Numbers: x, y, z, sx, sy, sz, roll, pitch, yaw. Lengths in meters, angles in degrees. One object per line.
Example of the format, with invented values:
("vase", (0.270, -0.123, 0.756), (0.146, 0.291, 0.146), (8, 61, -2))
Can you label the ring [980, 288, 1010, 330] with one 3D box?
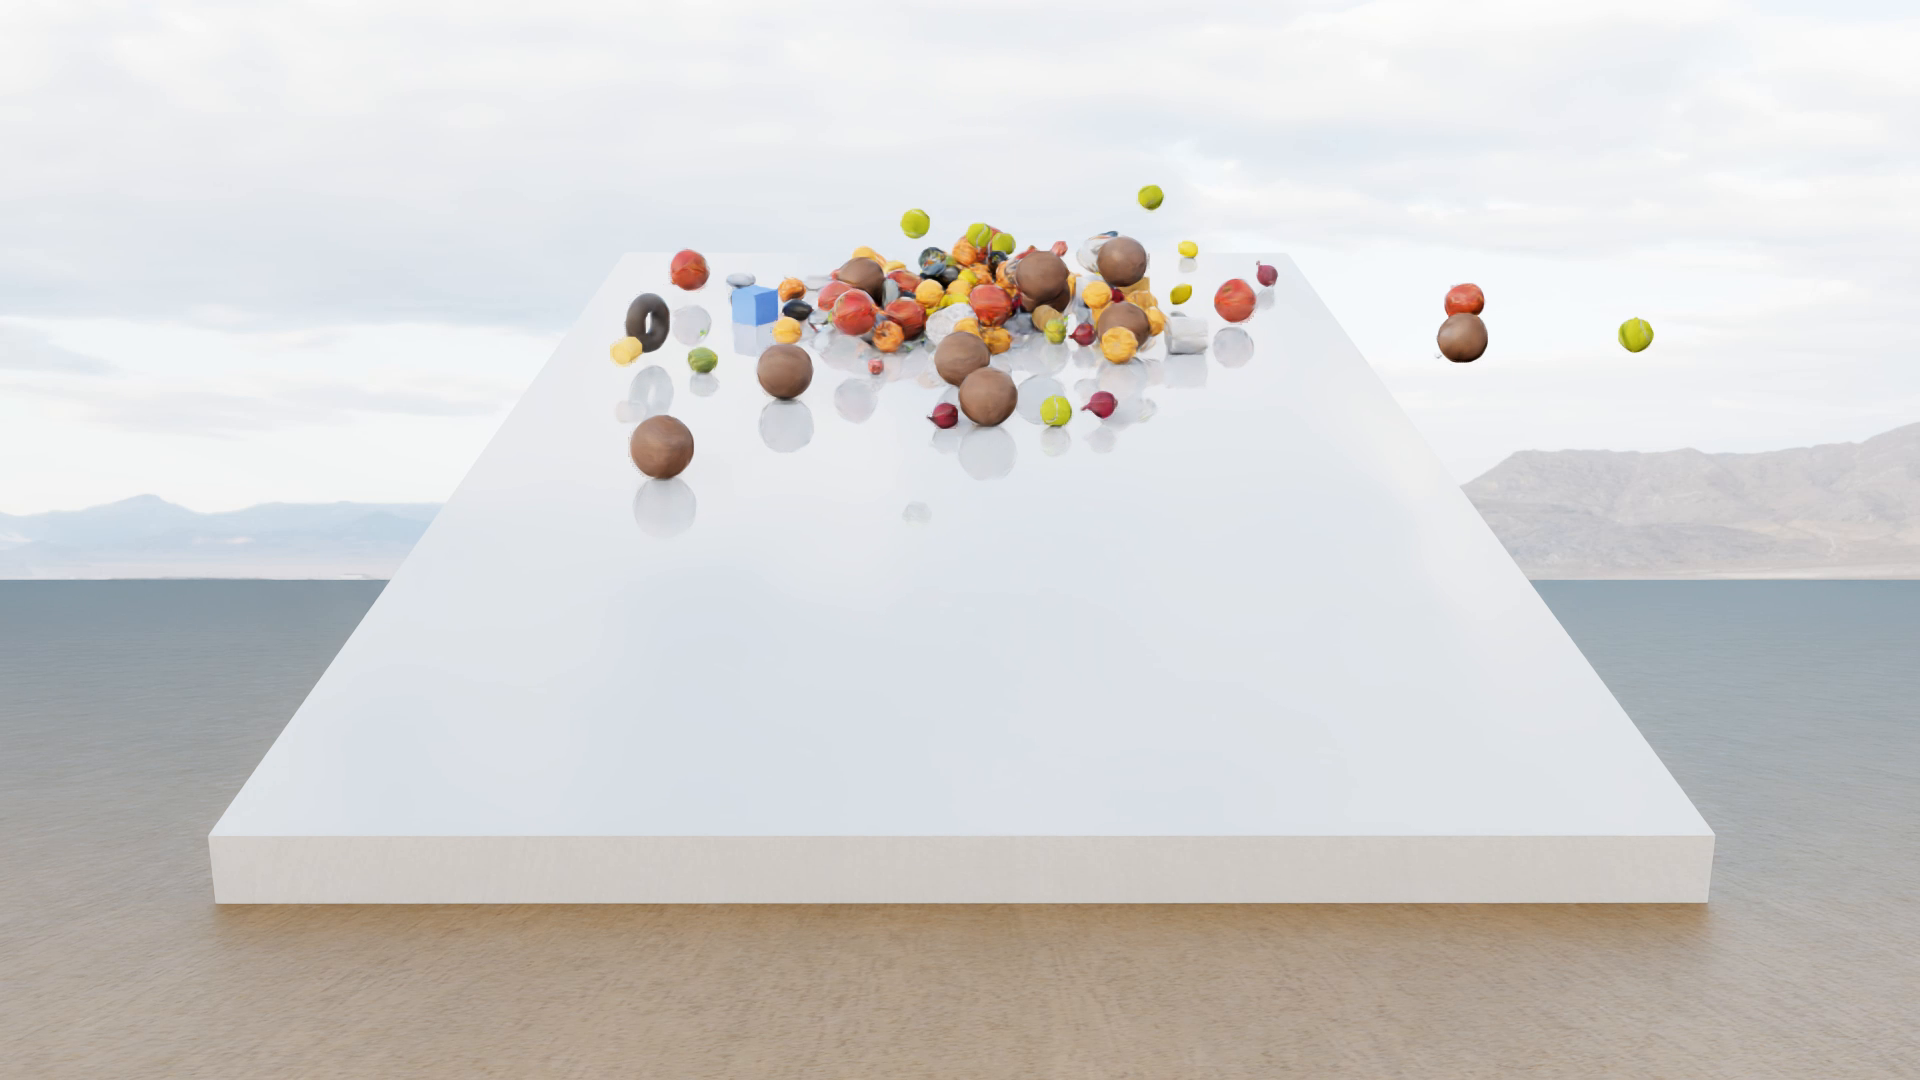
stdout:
("ring", (0.091, -0.595, 5.787), (0.037, 0.111, 0.111), (16, -9, -31))

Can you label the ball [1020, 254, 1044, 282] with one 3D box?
("ball", (0.199, -0.767, 6.327), (0.076, 0.076, 0.076), (0, -1, 0))

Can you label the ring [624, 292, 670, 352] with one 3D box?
("ring", (-0.759, -0.529, 5.459), (0.049, 0.148, 0.148), (9, 4, 30))

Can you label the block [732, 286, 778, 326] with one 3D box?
("block", (-0.536, -0.613, 5.867), (0.084, 0.084, 0.084), (14, 23, 37))

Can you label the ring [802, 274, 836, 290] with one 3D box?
("ring", (-0.393, -0.719, 6.269), (0.094, 0.031, 0.094), (0, 21, 0))

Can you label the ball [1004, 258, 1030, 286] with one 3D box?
("ball", (0.151, -0.706, 5.912), (0.071, 0.071, 0.071), (0, -1, 0))

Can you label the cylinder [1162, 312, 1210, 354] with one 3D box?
("cylinder", (0.559, -0.507, 5.540), (0.090, 0.090, 0.090), (13, -4, -15))

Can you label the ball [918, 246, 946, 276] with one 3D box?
("ball", (-0.075, -0.757, 6.091), (0.077, 0.077, 0.077), (0, -1, 0))

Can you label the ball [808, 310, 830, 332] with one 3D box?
("ball", (-0.363, -0.565, 5.767), (0.056, 0.056, 0.056), (0, -1, 0))

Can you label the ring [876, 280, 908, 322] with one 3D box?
("ring", (-0.179, -0.623, 5.845), (0.038, 0.115, 0.115), (-31, 12, -23))

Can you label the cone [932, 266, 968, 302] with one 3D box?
("cone", (-0.008, -0.683, 6.133), (0.097, 0.097, 0.097), (46, 20, 22))

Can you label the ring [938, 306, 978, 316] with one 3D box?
("ring", (-0.015, -0.586, 5.830), (0.123, 0.041, 0.123), (-5, 5, 0))

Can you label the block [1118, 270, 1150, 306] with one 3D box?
("block", (0.473, -0.684, 6.087), (0.082, 0.082, 0.082), (1, 18, 3))

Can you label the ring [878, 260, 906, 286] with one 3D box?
("ring", (-0.188, -0.736, 6.233), (0.092, 0.092, 0.031), (1, 31, -45))

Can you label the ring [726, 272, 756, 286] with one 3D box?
("ring", (-0.618, -0.734, 6.318), (0.086, 0.029, 0.086), (-1, 18, 0))

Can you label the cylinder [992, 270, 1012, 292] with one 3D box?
("cylinder", (0.118, -0.717, 6.229), (0.054, 0.054, 0.054), (-1, 19, 0))

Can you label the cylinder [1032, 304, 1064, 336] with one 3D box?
("cylinder", (0.224, -0.562, 5.720), (0.064, 0.064, 0.064), (0, 19, -21))

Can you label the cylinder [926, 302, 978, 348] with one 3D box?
("cylinder", (-0.020, -0.536, 5.605), (0.094, 0.094, 0.094), (-1, 20, 40))

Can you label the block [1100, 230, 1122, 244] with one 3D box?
("block", (0.443, -0.864, 6.565), (0.056, 0.056, 0.056), (-9, -27, 16))

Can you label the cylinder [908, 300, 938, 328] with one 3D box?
("cylinder", (-0.095, -0.582, 5.781), (0.059, 0.059, 0.059), (21, -13, -34))

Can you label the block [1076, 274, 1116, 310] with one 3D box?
("block", (0.368, -0.669, 6.050), (0.077, 0.077, 0.077), (-16, 24, -40))

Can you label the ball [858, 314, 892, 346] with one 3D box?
("ball", (-0.213, -0.527, 5.614), (0.081, 0.081, 0.081), (0, -1, 0))

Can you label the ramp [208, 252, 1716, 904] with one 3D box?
("ramp", (-0.004, -0.191, 4.888), (2.000, 0.100, 4.000), (0, 18, 0))

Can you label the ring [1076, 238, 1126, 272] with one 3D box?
("ring", (0.367, -0.738, 5.814), (0.131, 0.044, 0.131), (-2, 38, 2))

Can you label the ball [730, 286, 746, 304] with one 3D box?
("ball", (-0.577, -0.639, 5.968), (0.070, 0.070, 0.070), (0, -1, 0))
